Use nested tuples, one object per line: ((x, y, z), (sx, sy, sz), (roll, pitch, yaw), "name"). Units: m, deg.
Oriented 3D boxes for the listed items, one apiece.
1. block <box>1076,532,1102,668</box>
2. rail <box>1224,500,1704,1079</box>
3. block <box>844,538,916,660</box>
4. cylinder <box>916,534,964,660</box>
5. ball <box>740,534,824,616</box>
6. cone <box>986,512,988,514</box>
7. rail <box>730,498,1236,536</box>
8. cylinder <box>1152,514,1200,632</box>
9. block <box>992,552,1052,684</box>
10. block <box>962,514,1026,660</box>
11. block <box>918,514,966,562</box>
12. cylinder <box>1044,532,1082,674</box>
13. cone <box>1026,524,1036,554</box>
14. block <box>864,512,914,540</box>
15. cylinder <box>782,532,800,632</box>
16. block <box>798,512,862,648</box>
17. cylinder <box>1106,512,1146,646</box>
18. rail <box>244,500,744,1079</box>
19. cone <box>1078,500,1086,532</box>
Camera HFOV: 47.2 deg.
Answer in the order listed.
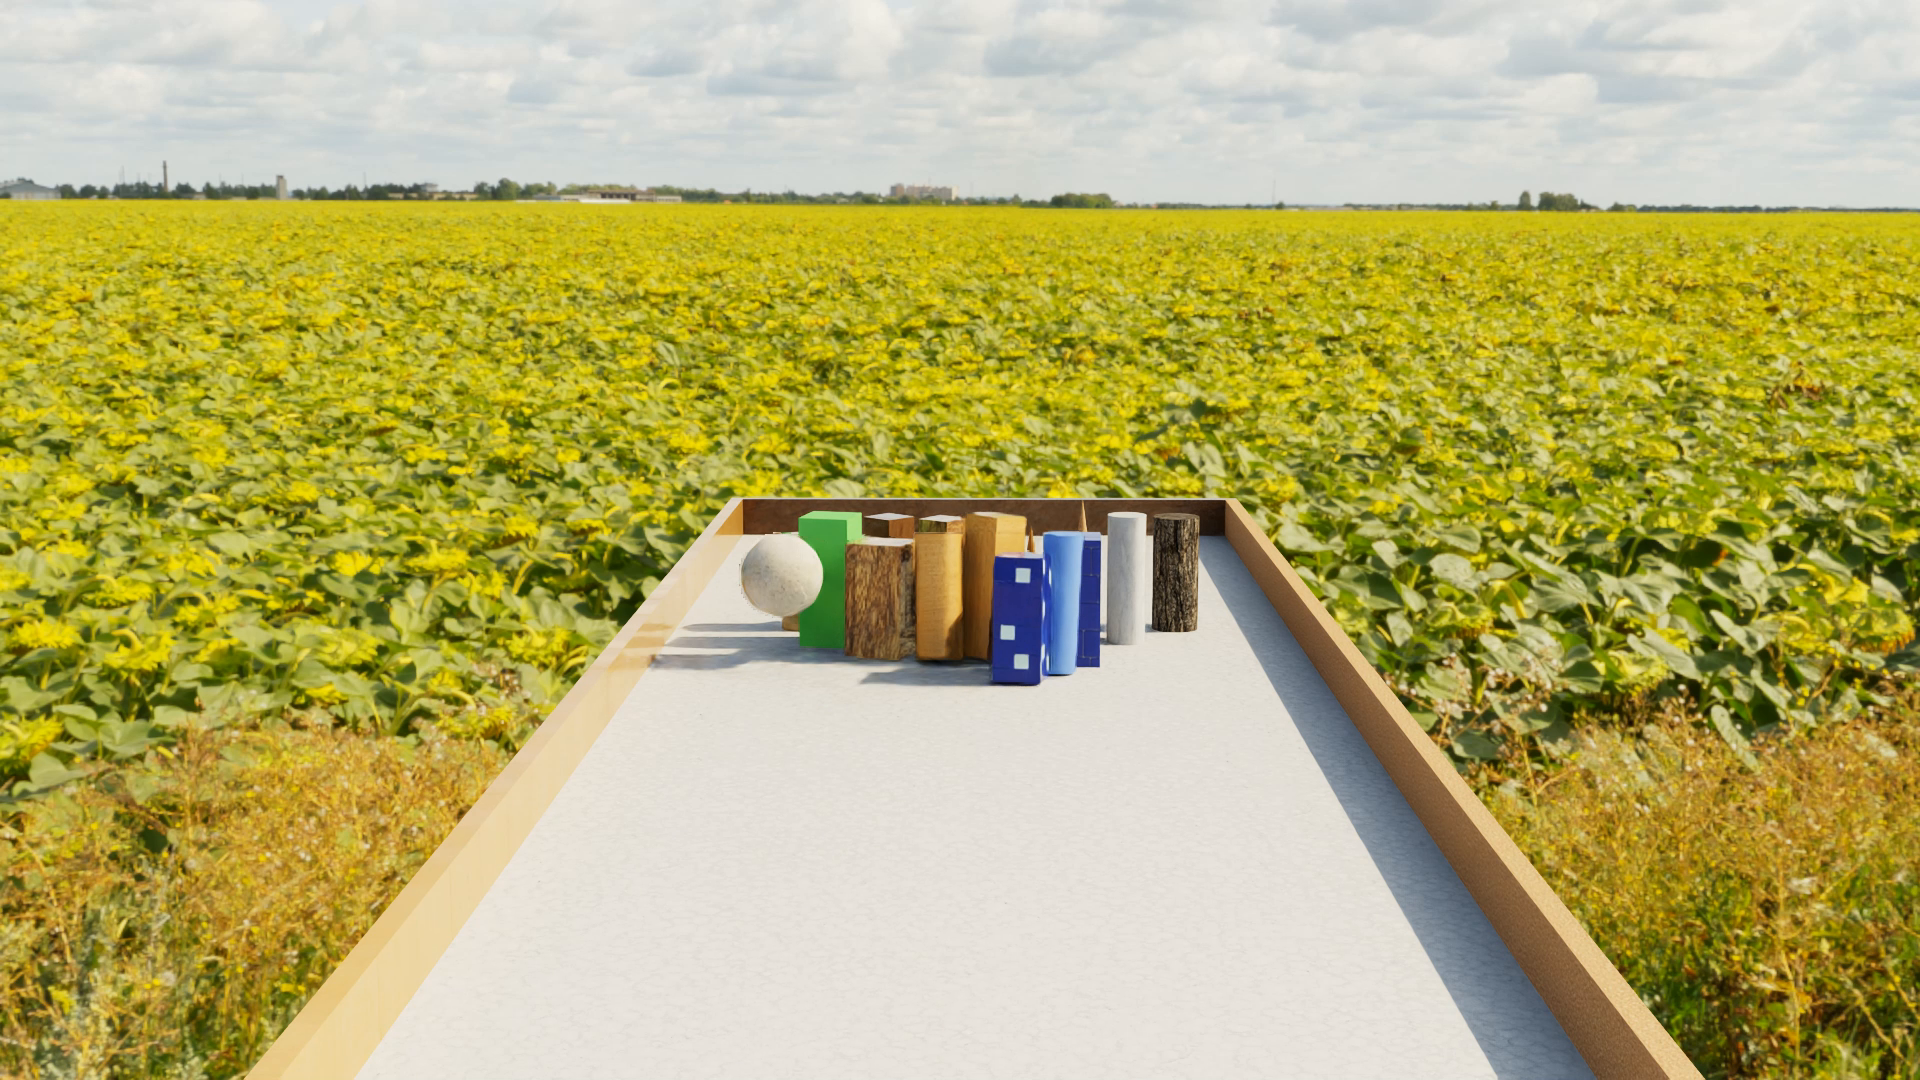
((0.338, 0.178, 6.655), (0.171, 0.385, 0.171), (0, 9, 2), "block")
((1.046, 0.843, 3.208), (0.050, 0.150, 12.000), (0, 9, 1), "rail")
((-0.238, 0.178, 6.760), (0.179, 0.347, 0.179), (3, 7, 18), "block")
((-0.062, 0.171, 6.659), (0.144, 0.378, 0.144), (0, -1, 0), "cylinder")
((-0.537, 0.107, 6.634), (0.249, 0.249, 0.249), (0, 9, 0), "ball")
((0.087, 0.093, 7.200), (0.133, 0.383, 0.133), (0, 9, 0), "cone")
((0.099, -0.098, 9.147), (2.100, 0.150, 0.050), (0, 9, 1), "rail")
((0.702, 0.106, 7.162), (0.149, 0.369, 0.149), (0, 9, 0), "cylinder")
((0.181, 0.225, 6.401), (0.142, 0.363, 0.142), (2, 6, 13), "block")
((0.097, 0.140, 6.714), (0.130, 0.432, 0.130), (9, 7, 44), "block")
((-0.052, 0.127, 6.950), (0.110, 0.394, 0.110), (7, 11, 36), "block")
((0.295, 0.186, 6.505), (0.114, 0.410, 0.114), (3, 6, 0), "cylinder")
((0.223, 0.137, 6.933), (0.124, 0.378, 0.124), (0, 9, 0), "cone")
((-0.232, 0.102, 7.204), (0.117, 0.363, 0.117), (8, 12, 43), "block")
((-0.513, 0.135, 7.178), (0.141, 0.306, 0.141), (0, 9, 0), "cylinder")
((-0.407, 0.124, 6.929), (0.158, 0.407, 0.158), (2, 9, 14), "block")
((0.525, 0.121, 6.944), (0.122, 0.407, 0.122), (0, 9, 0), "cylinder")
((-1.004, 0.839, 3.234), (0.050, 0.150, 12.000), (0, 9, 1), "rail")
((0.401, 0.072, 7.212), (0.116, 0.420, 0.116), (0, 9, 0), "cone")
